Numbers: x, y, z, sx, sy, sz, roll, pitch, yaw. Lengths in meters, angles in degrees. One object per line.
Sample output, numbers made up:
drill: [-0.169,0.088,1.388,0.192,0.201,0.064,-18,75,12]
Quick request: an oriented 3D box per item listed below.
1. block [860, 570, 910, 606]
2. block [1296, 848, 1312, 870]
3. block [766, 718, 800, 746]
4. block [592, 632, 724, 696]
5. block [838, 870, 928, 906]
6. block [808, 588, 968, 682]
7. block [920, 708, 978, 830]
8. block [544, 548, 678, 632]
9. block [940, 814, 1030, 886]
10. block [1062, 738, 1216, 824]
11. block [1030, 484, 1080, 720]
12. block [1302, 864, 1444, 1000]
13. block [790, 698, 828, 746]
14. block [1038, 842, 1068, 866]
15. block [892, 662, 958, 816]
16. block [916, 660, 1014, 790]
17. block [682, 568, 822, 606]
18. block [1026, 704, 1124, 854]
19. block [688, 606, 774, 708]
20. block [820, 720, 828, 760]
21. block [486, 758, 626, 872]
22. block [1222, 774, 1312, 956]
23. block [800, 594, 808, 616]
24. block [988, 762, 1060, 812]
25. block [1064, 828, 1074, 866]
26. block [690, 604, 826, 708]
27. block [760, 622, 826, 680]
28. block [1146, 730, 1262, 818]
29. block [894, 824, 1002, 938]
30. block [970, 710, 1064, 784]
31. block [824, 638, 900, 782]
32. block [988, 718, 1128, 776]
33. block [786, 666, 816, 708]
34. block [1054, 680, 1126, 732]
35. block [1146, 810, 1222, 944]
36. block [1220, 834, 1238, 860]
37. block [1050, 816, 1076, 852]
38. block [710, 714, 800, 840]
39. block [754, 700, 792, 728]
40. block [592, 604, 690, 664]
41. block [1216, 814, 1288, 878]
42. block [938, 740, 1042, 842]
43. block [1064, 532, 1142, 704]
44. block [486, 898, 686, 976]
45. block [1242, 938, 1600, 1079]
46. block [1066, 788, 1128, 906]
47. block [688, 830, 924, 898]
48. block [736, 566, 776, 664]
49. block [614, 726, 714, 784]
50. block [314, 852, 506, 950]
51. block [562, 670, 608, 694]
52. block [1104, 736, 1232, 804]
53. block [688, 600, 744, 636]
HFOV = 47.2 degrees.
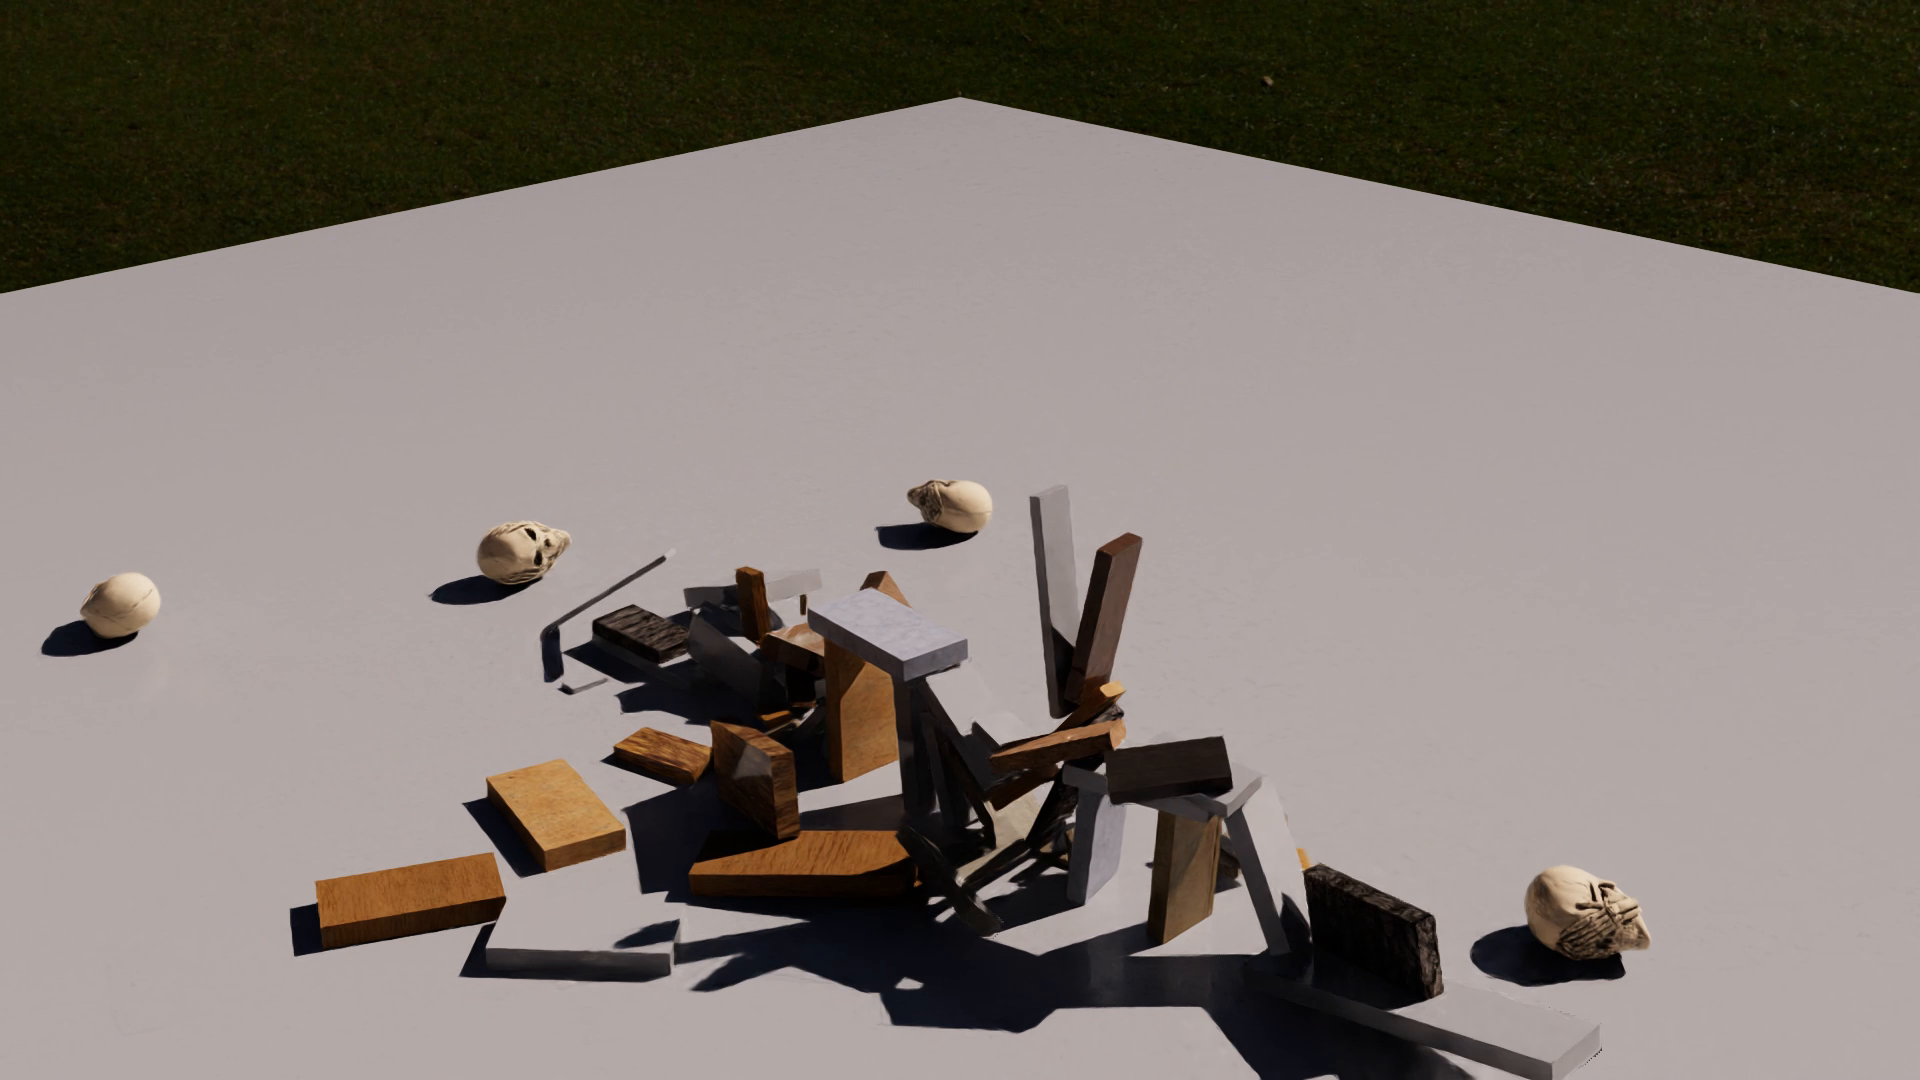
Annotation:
block: [-0.130,0.242,4.718,0.047,0.332,0.166,-6,42,33]
block: [0.637,0.642,4.220,0.077,0.022,0.154,-2,23,-5]
block: [-0.394,0.421,4.725,0.058,0.016,0.115,-12,17,23]
block: [-0.692,0.266,5.091,0.122,0.034,0.375,-21,31,-40]
block: [-0.147,0.661,4.171,0.169,0.024,0.085,-1,23,-2]
block: [-0.147,0.187,4.430,0.161,0.046,0.322,-18,28,-35]
block: [-0.001,0.441,4.407,0.122,0.245,0.035,-21,14,-41]
block: [-0.820,0.119,5.145,0.428,0.013,0.046,-29,6,32]
block: [0.043,0.602,4.230,0.169,0.024,0.085,-25,69,-33]
block: [0.345,0.426,3.968,0.285,0.040,0.143,13,26,27]
block: [0.182,0.115,4.056,0.024,0.428,0.085,8,21,40]
block: [0.710,0.673,3.796,0.041,0.145,0.290,-20,20,-27]
block: [-0.287,0.369,4.699,0.025,0.174,0.087,51,41,10]
block: [0.203,0.614,4.292,0.092,0.013,0.046,13,26,34]
block: [-0.053,0.380,4.449,0.046,0.322,0.161,14,26,42]
block: [0.031,0.362,4.338,0.122,0.035,0.245,-23,74,-41]
block: [-0.495,0.115,5.229,0.165,0.047,0.329,-15,7,-41]
block: [0.216,0.459,4.212,0.026,0.359,0.092,41,42,22]
block: [-0.515,0.262,4.923,0.243,0.121,0.034,34,39,32]
block: [-0.242,0.379,4.644,0.025,0.174,0.087,34,38,31]
block: [-0.812,0.547,4.410,0.167,0.047,0.334,-13,26,-28]
block: [0.554,0.578,3.922,0.041,0.290,0.145,-20,-1,33]
block: [-0.360,0.149,5.091,0.013,0.046,0.093,2,1,0]
block: [0.120,0.450,4.053,0.107,0.030,0.213,-32,-6,7]
block: [0.227,0.600,4.229,0.046,0.092,0.013,-19,15,-37]
block: [-0.445,0.251,5.110,0.165,0.047,0.499,-13,26,-29]
block: [-0.305,0.243,4.960,0.165,0.047,0.329,20,10,17]
block: [0.415,0.413,3.888,0.213,0.030,0.107,22,42,36]
block: [-0.022,0.627,4.052,0.033,0.115,0.230,-45,50,0]
block: [0.114,0.403,4.256,0.092,0.026,0.184,-12,41,-39]
block: [-0.200,0.328,4.574,0.161,0.322,0.046,-19,28,-38]
block: [0.178,0.375,3.989,0.230,0.033,0.115,-14,5,18]
block: [-0.352,0.324,4.868,0.058,0.016,0.115,2,41,-13]
block: [0.226,0.339,4.122,0.026,0.184,0.092,49,23,14]
block: [0.413,0.584,4.016,0.040,0.285,0.143,25,33,38]
block: [0.507,0.582,4.243,0.022,0.077,0.154,-52,37,-3]
block: [0.210,0.569,4.261,0.046,0.092,0.013,-4,49,-26]
block: [-0.408,0.466,4.361,0.047,0.167,0.334,-10,12,-25]
block: [-0.408,0.380,4.799,0.058,0.016,0.115,-19,14,-14]
block: [-0.731,0.218,5.114,0.243,0.034,0.121,20,30,39]
block: [0.562,0.593,4.335,0.077,0.022,0.241,13,26,28]
block: [0.070,0.489,4.352,0.122,0.245,0.035,-21,-13,-41]
block: [0.262,0.144,4.033,0.033,0.310,0.115,24,28,25]
block: [-0.677,0.721,4.002,0.332,0.047,0.166,1,23,3]
block: [0.767,0.786,3.722,0.145,0.041,0.616,-21,21,-41]
block: [0.264,0.530,4.143,0.040,0.285,0.143,18,28,25]
block: [-0.290,0.617,4.199,0.422,0.047,0.167,-1,22,10]
block: [-0.461,0.171,4.944,0.030,0.210,0.105,-11,11,-24]
block: [-0.617,0.455,4.652,0.210,0.030,0.105,14,27,29]
block: [-1.028,0.673,4.115,0.332,0.047,0.166,-8,24,-17]
block: [-0.849,0.322,4.984,0.093,0.013,0.046,-20,30,-39]
block: [0.364,0.403,3.854,0.213,0.030,0.107,-8,36,2]
block: [-0.558,0.217,5.102,0.030,0.105,0.210,38,-11,-38]
